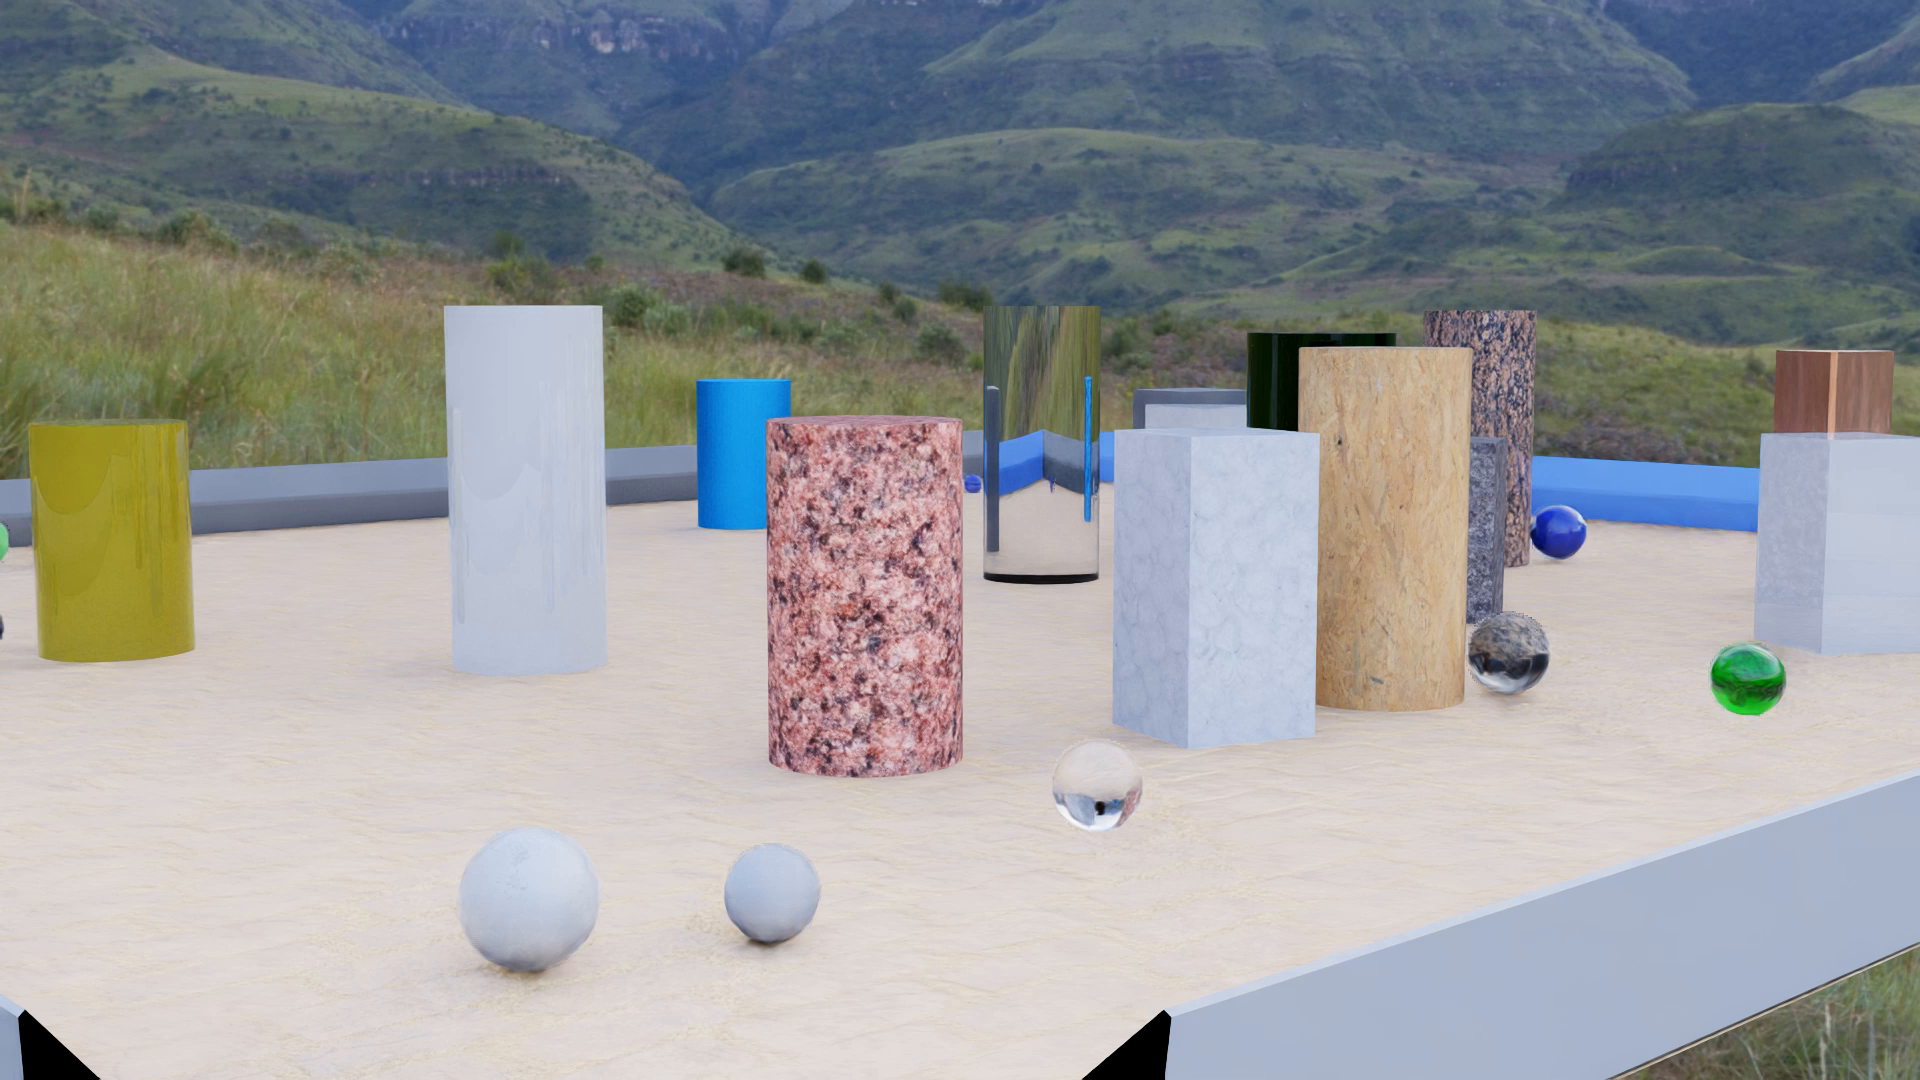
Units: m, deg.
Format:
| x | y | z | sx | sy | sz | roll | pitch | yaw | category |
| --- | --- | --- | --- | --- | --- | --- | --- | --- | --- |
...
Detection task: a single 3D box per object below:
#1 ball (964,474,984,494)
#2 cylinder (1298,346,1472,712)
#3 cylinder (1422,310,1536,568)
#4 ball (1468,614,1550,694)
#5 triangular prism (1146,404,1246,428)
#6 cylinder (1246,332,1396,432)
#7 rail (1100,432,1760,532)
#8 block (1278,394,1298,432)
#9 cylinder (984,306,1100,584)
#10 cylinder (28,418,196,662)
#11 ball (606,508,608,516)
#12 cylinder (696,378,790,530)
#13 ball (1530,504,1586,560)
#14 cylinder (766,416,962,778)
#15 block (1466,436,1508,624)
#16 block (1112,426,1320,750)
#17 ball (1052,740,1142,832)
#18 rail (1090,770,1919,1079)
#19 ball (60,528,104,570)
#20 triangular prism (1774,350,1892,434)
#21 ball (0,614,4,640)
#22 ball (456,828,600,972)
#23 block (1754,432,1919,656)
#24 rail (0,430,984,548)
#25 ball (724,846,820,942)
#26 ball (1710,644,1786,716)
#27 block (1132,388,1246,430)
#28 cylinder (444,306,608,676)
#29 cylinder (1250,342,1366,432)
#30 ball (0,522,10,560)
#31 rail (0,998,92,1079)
| x | y | z | sx | sy | sz | roll | pitch | yaw | category |
| --- | --- | --- | --- | --- | --- | --- | --- | --- | --- |
| 0.032 | -0.135 | 5.312 | 0.048 | 0.048 | 0.048 | 0 | 6 | 0 | ball |
| 0.482 | -0.019 | 2.515 | 0.193 | 0.400 | 0.193 | 0 | 6 | 0 | cylinder |
| 0.909 | -0.182 | 3.868 | 0.193 | 0.442 | 0.193 | 0 | 6 | 0 | cylinder |
| 0.633 | 0.131 | 2.536 | 0.093 | 0.093 | 0.093 | 0 | 6 | 0 | ball |
| 0.332 | -0.041 | 3.183 | 0.145 | 0.306 | 0.167 | 4 | 7 | 36 | triangular prism |
| 0.473 | -0.065 | 2.897 | 0.193 | 0.414 | 0.193 | 0 | 6 | 0 | cylinder |
| 1.379 | -0.100 | 4.598 | 0.045 | 0.126 | 3.568 | -6 | 8 | -42 | rail |
| 0.734 | -0.154 | 4.429 | 0.155 | 0.269 | 0.155 | 3 | 7 | 23 | block |
| 0.135 | -0.161 | 3.638 | 0.193 | 0.450 | 0.193 | 0 | 6 | 0 | cylinder |
| -1.102 | -0.004 | 2.860 | 0.193 | 0.299 | 0.193 | 0 | 6 | 0 | cylinder |
| -0.754 | -0.058 | 4.505 | 0.064 | 0.064 | 0.064 | 0 | 6 | 0 | ball |
| -0.445 | -0.179 | 4.532 | 0.193 | 0.299 | 0.193 | 0 | 6 | 0 | cylinder |
| 1.053 | -0.014 | 3.871 | 0.097 | 0.097 | 0.097 | 0 | 6 | 0 | ball |
| -0.094 | 0.049 | 2.175 | 0.193 | 0.336 | 0.193 | 0 | 6 | 0 | cylinder |
| 0.705 | -0.018 | 3.196 | 0.155 | 0.257 | 0.155 | 2 | 6 | 20 | block |
| 0.267 | 0.044 | 2.318 | 0.155 | 0.317 | 0.155 | -3 | 7 | -26 | block |
| 0.117 | 0.210 | 1.879 | 0.077 | 0.077 | 0.077 | 0 | 6 | 0 | ball |
| 1.194 | 0.168 | 2.045 | 3.801 | 0.126 | 0.045 | -6 | 8 | -42 | rail |
| -1.504 | 0.016 | 3.769 | 0.070 | 0.070 | 0.070 | 0 | 6 | 0 | ball |
| 1.333 | -0.104 | 3.427 | 0.167 | 0.380 | 0.145 | -5 | 8 | -38 | triangular prism |
| -1.266 | 0.112 | 2.816 | 0.078 | 0.078 | 0.078 | 0 | 6 | 0 | ball |
| -0.291 | 0.243 | 1.485 | 0.095 | 0.095 | 0.095 | 0 | 6 | 0 | ball |
| 1.170 | 0.001 | 2.915 | 0.155 | 0.278 | 0.155 | -1 | 6 | -12 | block |
| -1.194 | -0.102 | 4.619 | 3.801 | 0.126 | 0.045 | -6 | 8 | -42 | rail |
| -0.133 | 0.250 | 1.552 | 0.068 | 0.068 | 0.068 | 0 | 6 | 0 | ball |
| 0.865 | 0.153 | 2.413 | 0.079 | 0.079 | 0.079 | 0 | 6 | 0 | ball |
| 0.423 | -0.124 | 4.000 | 0.155 | 0.299 | 0.155 | -4 | 7 | -33 | block |
| -0.541 | -0.067 | 2.750 | 0.193 | 0.448 | 0.193 | 0 | 6 | 0 | cylinder |
| 0.594 | -0.145 | 3.771 | 0.193 | 0.389 | 0.193 | 0 | 6 | 0 | cylinder |
| -1.683 | 0.003 | 3.773 | 0.095 | 0.095 | 0.095 | 0 | 6 | 0 | ball |
| -1.379 | 0.166 | 2.066 | 0.045 | 0.126 | 3.568 | -6 | 8 | -42 | rail |
